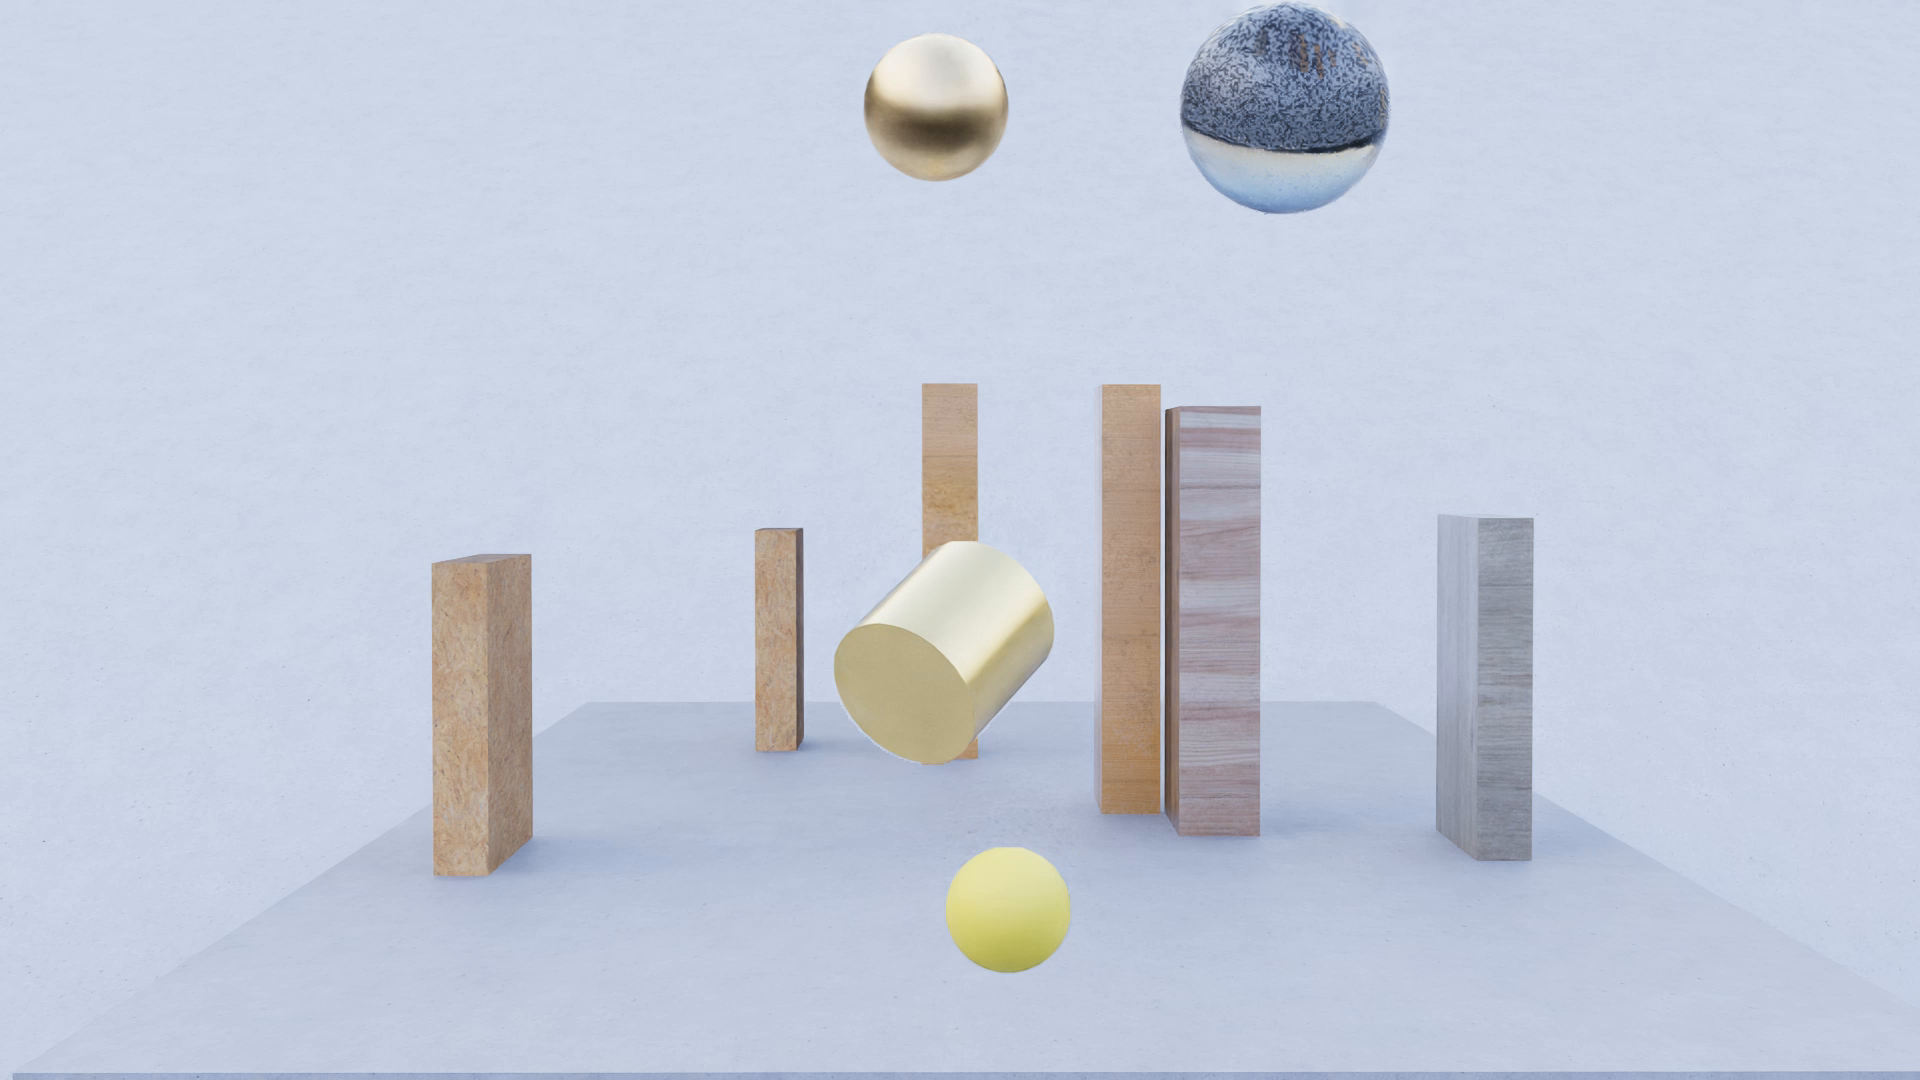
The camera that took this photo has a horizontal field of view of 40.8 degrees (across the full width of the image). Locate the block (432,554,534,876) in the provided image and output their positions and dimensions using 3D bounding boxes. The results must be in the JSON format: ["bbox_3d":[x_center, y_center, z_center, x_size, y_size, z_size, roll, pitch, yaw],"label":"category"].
[{"bbox_3d":[-0.733,0.257,3.975,0.081,0.459,0.397,0,2,0],"label":"block"}]

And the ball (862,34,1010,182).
[{"bbox_3d":[-0.024,-0.427,2.546,0.144,0.144,0.144,0,25,0],"label":"ball"}]

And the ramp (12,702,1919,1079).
[{"bbox_3d":[0.057,0.519,4.559,2.000,0.100,4.000,0,2,0],"label":"ramp"}]

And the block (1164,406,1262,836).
[{"bbox_3d":[0.420,0.128,4.317,0.131,0.697,0.296,0,2,0],"label":"block"}]

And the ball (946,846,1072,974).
[{"bbox_3d":[0.050,0.381,2.660,0.130,0.130,0.130,0,25,0],"label":"ball"}]

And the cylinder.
[{"bbox_3d":[-0.016,0.122,2.829,0.178,0.178,0.178,14,37,27],"label":"cylinder"}]

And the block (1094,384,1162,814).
[{"bbox_3d":[0.295,0.099,4.557,0.101,0.740,0.242,0,2,0],"label":"block"}]

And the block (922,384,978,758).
[{"bbox_3d":[-0.021,0.060,5.421,0.114,0.768,0.294,0,2,0],"label":"block"}]

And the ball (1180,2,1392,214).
[{"bbox_3d":[0.280,-0.372,2.221,0.181,0.181,0.181,0,25,0],"label":"ball"}]

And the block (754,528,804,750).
[{"bbox_3d":[-0.388,0.208,5.558,0.087,0.464,0.269,0,2,0],"label":"block"}]

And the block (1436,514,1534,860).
[{"bbox_3d":[0.827,0.222,4.078,0.084,0.521,0.334,0,2,0],"label":"block"}]
